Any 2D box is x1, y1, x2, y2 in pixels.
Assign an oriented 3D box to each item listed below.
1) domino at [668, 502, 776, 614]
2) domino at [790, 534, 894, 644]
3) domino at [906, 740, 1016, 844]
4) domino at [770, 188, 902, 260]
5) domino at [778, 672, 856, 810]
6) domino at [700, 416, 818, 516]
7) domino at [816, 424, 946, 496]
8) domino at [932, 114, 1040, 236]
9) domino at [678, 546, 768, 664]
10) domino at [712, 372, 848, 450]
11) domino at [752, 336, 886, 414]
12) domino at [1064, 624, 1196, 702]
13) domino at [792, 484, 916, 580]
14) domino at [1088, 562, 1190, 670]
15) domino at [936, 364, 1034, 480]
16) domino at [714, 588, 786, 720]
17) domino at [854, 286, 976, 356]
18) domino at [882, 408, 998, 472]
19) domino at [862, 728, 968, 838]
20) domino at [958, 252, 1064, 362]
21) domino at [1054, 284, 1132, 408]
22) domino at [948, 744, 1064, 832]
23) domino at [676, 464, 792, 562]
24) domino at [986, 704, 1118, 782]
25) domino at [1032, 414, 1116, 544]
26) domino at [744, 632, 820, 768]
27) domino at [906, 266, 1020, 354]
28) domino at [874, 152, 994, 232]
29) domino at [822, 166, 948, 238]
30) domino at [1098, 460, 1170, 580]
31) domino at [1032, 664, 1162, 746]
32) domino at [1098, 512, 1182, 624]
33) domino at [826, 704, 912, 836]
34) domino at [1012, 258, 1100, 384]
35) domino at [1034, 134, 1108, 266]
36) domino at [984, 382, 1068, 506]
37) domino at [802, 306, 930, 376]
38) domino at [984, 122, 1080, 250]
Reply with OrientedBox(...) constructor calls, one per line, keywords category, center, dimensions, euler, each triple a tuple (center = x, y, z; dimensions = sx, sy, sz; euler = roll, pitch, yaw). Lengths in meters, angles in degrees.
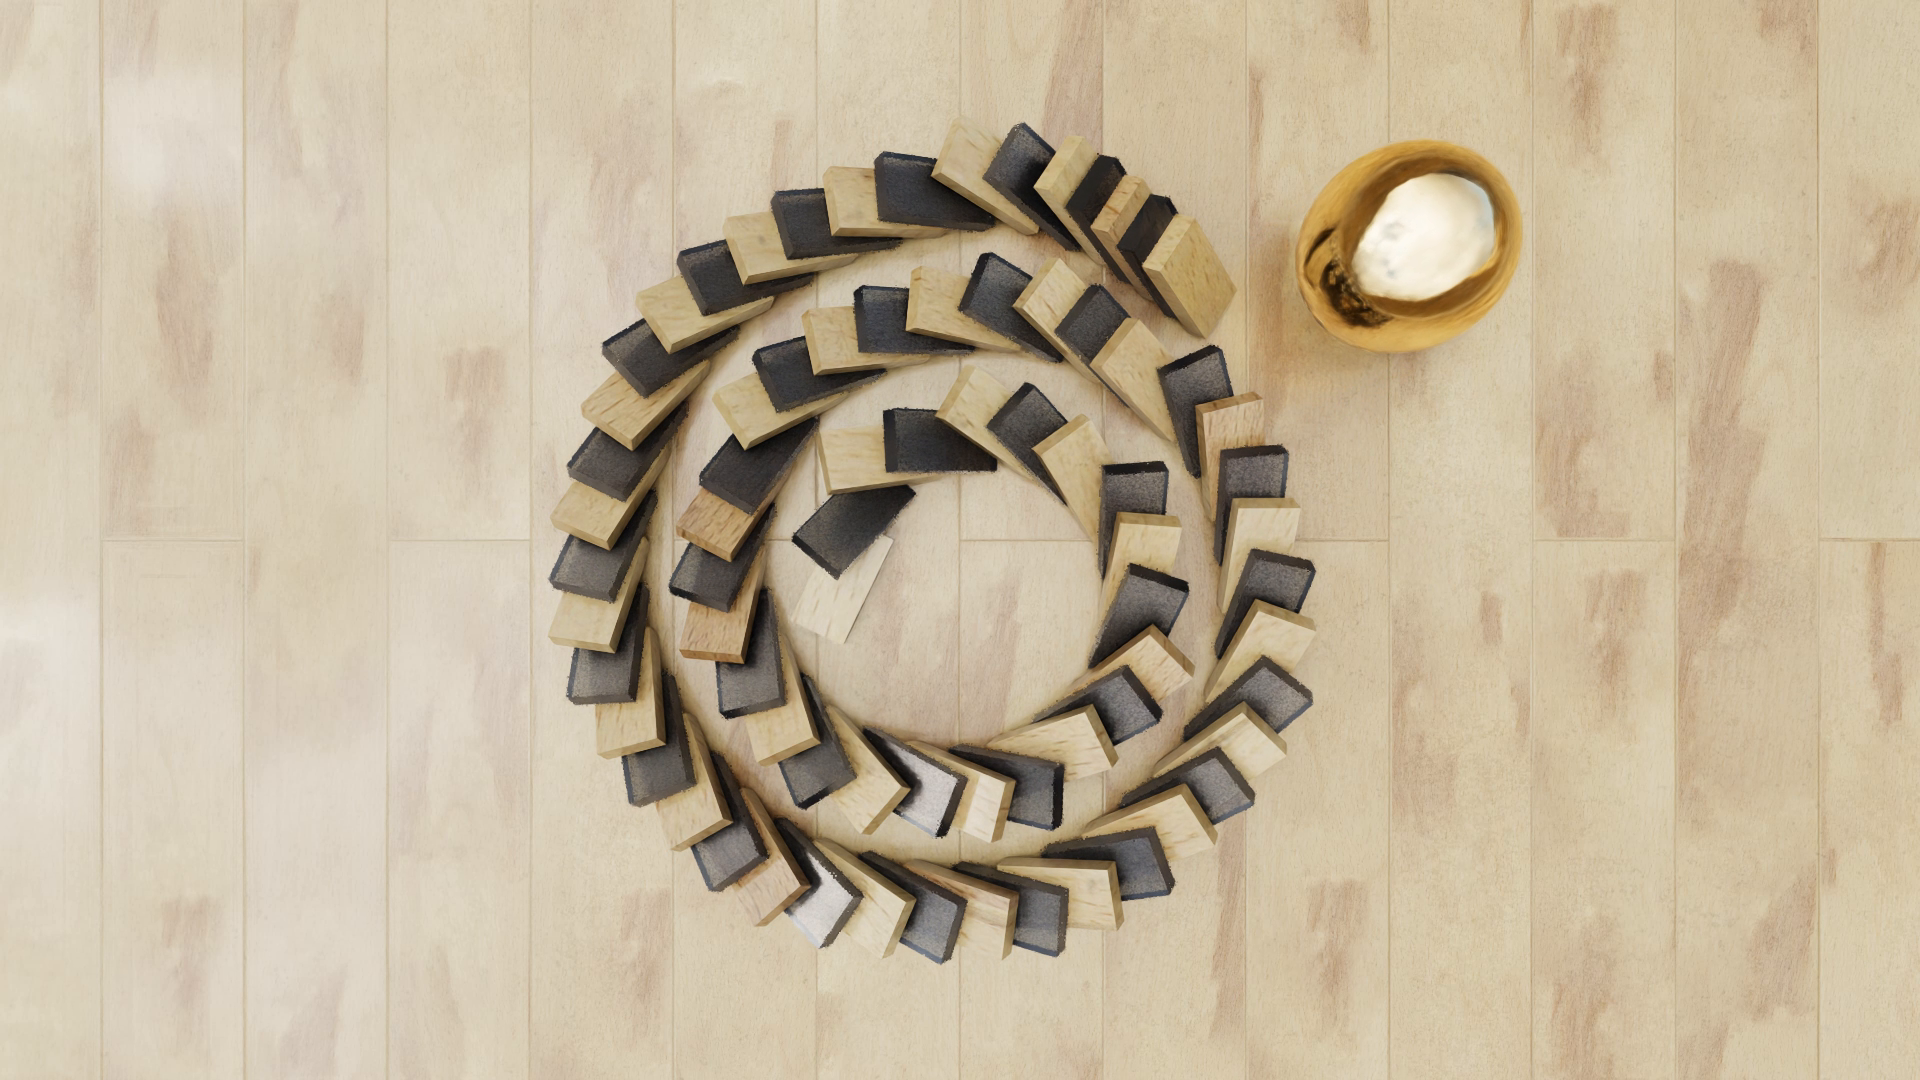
OrientedBox(category="domino", center=(-0.099, 0.003, 0.384), dimensions=(0.025, 0.010, 0.050), euler=(19, 61, 1))
OrientedBox(category="domino", center=(-0.050, 0.017, 0.395), dimensions=(0.025, 0.010, 0.050), euler=(26, 90, 0))
OrientedBox(category="domino", center=(-0.003, 0.104, 0.383), dimensions=(0.050, 0.009, 0.025), euler=(14, 91, 31))
OrientedBox(category="domino", center=(-0.051, -0.134, 0.384), dimensions=(0.050, 0.010, 0.025), euler=(-16, 90, -28))
OrientedBox(category="domino", center=(-0.065, 0.083, 0.383), dimensions=(0.025, 0.009, 0.050), euler=(-32, 60, 0))
OrientedBox(category="domino", center=(-0.084, -0.037, 0.384), dimensions=(0.025, 0.010, 0.050), euler=(31, 62, 0))
OrientedBox(category="domino", center=(-0.033, -0.035, 0.385), dimensions=(0.050, 0.009, 0.025), euler=(-9, 82, -21))
OrientedBox(category="domino", center=(0.015, -0.152, 0.384), dimensions=(0.050, 0.010, 0.025), euler=(22, 90, -29))
OrientedBox(category="domino", center=(-0.098, 0.026, 0.383), dimensions=(0.025, 0.010, 0.050), euler=(5, 60, 1))
OrientedBox(category="domino", center=(-0.075, -0.060, 0.383), dimensions=(0.050, 0.010, 0.025), euler=(-33, 89, -30))
OrientedBox(category="domino", center=(-0.058, -0.073, 0.383), dimensions=(0.050, 0.009, 0.025), euler=(-25, 89, -30))
OrientedBox(category="domino", center=(0.070, 0.059, 0.383), dimensions=(0.025, 0.009, 0.050), euler=(45, 121, -3))
OrientedBox(category="domino", center=(-0.044, -0.010, 0.385), dimensions=(0.025, 0.010, 0.050), euler=(41, 63, 0))
OrientedBox(category="domino", center=(0.074, 0.036, 0.383), dimensions=(0.025, 0.010, 0.050), euler=(18, 120, 0))
OrientedBox(category="domino", center=(0.016, -0.049, 0.383), dimensions=(0.050, 0.009, 0.025), euler=(32, 89, -31))
OrientedBox(category="domino", center=(-0.089, 0.047, 0.384), dimensions=(0.025, 0.010, 0.050), euler=(-14, 61, 0))
OrientedBox(category="domino", center=(-0.019, -0.091, 0.384), dimensions=(0.050, 0.010, 0.025), euler=(-5, 90, -29))
OrientedBox(category="domino", center=(-0.008, -0.041, 0.382), dimensions=(0.050, 0.010, 0.025), euler=(-3, 90, -36))
OrientedBox(category="domino", center=(-0.023, 0.101, 0.383), dimensions=(0.050, 0.009, 0.025), euler=(21, 90, 31))
OrientedBox(category="domino", center=(0.026, -0.097, 0.384), dimensions=(0.050, 0.009, 0.025), euler=(22, 90, -30))
OrientedBox(category="domino", center=(0.065, -0.080, 0.384), dimensions=(0.050, 0.010, 0.025), euler=(38, 90, -29))
OrientedBox(category="domino", center=(0.018, 0.103, 0.382), dimensions=(0.050, 0.010, 0.025), euler=(3, 92, 32))
OrientedBox(category="domino", center=(-0.094, -0.018, 0.384), dimensions=(0.025, 0.009, 0.050), euler=(27, 61, 1))
OrientedBox(category="domino", center=(0.038, 0.089, 0.383), dimensions=(0.050, 0.009, 0.025), euler=(-26, 90, 30))
OrientedBox(category="domino", center=(0.054, -0.025, 0.384), dimensions=(0.025, 0.009, 0.050), euler=(-36, 119, 0))
OrientedBox(category="domino", center=(-0.078, 0.066, 0.384), dimensions=(0.025, 0.010, 0.050), euler=(-24, 61, 0))
OrientedBox(category="domino", center=(0.003, -0.096, 0.384), dimensions=(0.050, 0.010, 0.025), euler=(6, 90, -30))
OrientedBox(category="domino", center=(-0.010, -0.145, 0.384), dimensions=(0.050, 0.010, 0.025), euler=(-5, 90, -29))
OrientedBox(category="domino", center=(-0.031, -0.141, 0.384), dimensions=(0.050, 0.010, 0.025), euler=(-9, 90, -28))
OrientedBox(category="domino", center=(0.072, -0.008, 0.382), dimensions=(0.025, 0.010, 0.050), euler=(-4, 122, -3))
OrientedBox(category="domino", center=(0.056, 0.075, 0.383), dimensions=(0.050, 0.009, 0.025), euler=(-36, 92, 30))
OrientedBox(category="domino", center=(0.075, 0.013, 0.383), dimensions=(0.025, 0.009, 0.050), euler=(4, 121, -1))
OrientedBox(category="domino", center=(-0.046, 0.096, 0.383), dimensions=(0.025, 0.010, 0.050), euler=(-49, 59, 0))
OrientedBox(category="domino", center=(0.048, -0.091, 0.384), dimensions=(0.050, 0.009, 0.025), euler=(37, 90, -29))
OrientedBox(category="domino", center=(0.054, -0.139, 0.379), dimensions=(0.050, 0.009, 0.025), euler=(34, 90, -44))
OrientedBox(category="domino", center=(0.036, -0.039, 0.383), dimensions=(0.025, 0.010, 0.050), euler=(-48, 120, 0))
OrientedBox(category="domino", center=(-0.039, -0.085, 0.384), dimensions=(0.050, 0.009, 0.025), euler=(-12, 90, -29))
OrientedBox(category="domino", center=(0.036, -0.147, 0.384), dimensions=(0.050, 0.009, 0.025), euler=(30, 90, -29))
